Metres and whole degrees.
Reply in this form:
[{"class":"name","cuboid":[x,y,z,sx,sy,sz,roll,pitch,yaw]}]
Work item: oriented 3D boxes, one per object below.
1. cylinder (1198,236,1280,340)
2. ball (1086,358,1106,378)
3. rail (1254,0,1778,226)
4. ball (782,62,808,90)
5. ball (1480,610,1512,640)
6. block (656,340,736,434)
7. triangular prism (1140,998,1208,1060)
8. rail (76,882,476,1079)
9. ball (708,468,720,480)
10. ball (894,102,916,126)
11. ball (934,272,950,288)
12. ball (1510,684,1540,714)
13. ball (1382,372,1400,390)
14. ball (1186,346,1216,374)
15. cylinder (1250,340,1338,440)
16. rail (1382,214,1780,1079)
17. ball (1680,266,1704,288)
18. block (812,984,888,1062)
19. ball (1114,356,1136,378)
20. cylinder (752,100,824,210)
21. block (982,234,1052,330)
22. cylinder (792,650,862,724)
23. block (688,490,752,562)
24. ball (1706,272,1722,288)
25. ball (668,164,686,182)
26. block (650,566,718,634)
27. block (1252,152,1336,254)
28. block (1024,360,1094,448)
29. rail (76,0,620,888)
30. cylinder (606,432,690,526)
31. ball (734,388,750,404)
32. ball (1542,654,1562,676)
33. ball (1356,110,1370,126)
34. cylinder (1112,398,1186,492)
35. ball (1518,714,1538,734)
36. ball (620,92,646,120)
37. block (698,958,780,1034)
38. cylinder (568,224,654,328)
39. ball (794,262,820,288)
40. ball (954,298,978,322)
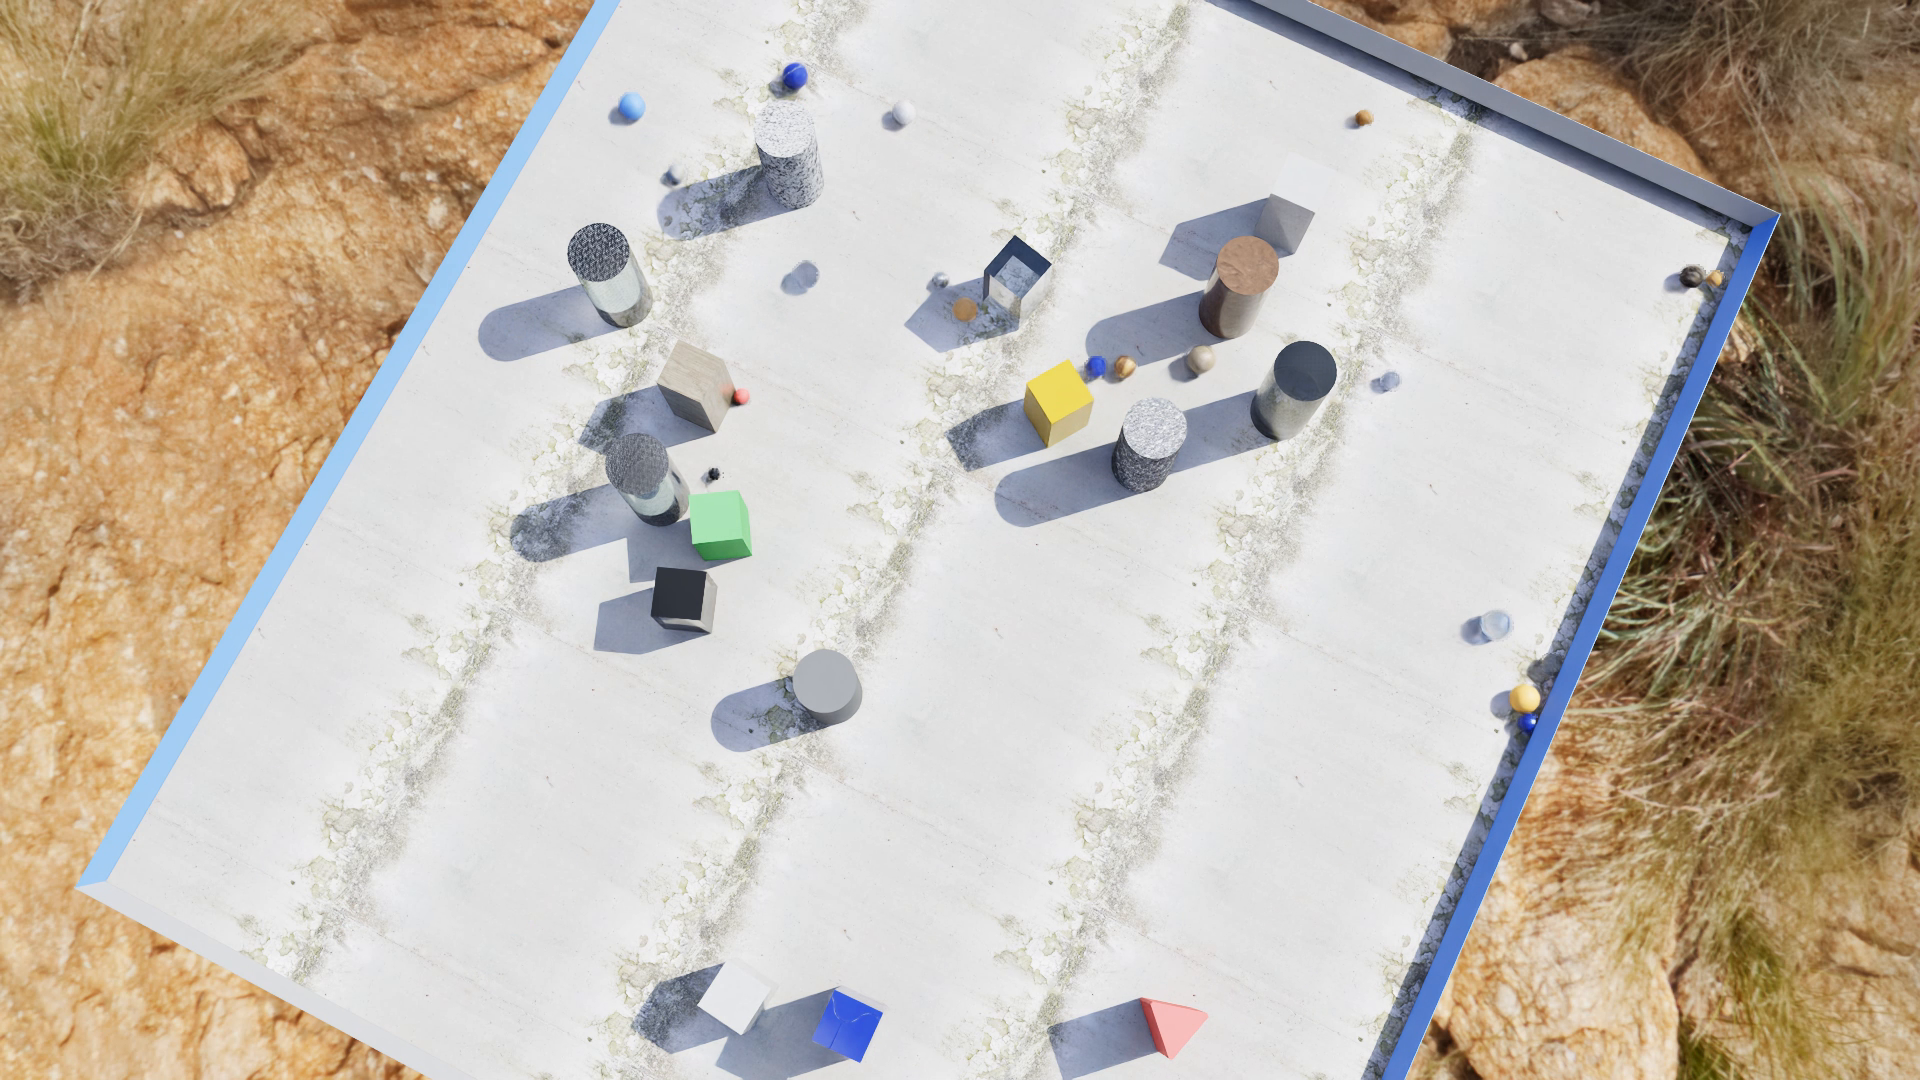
[{"class":"cylinder","cuboid":[0.842,-0.761,5.561,0.183,0.416,0.183,0,78,0]},{"class":"ball","cuboid":[0.422,-0.534,5.694,0.064,0.064,0.064,0,78,0]},{"class":"rail","cuboid":[0.913,-1.782,5.923,3.649,0.119,0.045,26,80,5]},{"class":"ball","cuboid":[-0.529,-1.487,5.881,0.084,0.084,0.084,0,78,0]},{"class":"ball","cuboid":[1.615,0.254,5.517,0.091,0.091,0.091,0,78,0]},{"class":"block","cuboid":[-0.792,-0.460,5.534,0.146,0.348,0.146,24,79,5]},{"class":"triangular prism","cuboid":[0.577,1.347,5.176,0.137,0.318,0.158,41,81,8]},{"class":"rail","cuboid":[-0.913,1.795,5.184,3.649,0.119,0.045,26,80,5]},{"class":"ball","cuboid":[-0.756,-0.202,5.637,0.041,0.041,0.041,0,78,0]},{"class":"ball","cuboid":[-0.177,-1.364,5.862,0.072,0.072,0.072,0,78,0]},{"class":"ball","cuboid":[-0.056,-0.817,5.760,0.049,0.049,0.049,0,78,0]},{"class":"ball","cuboid":[1.686,0.475,5.473,0.088,0.088,0.088,0,78,0]},{"class":"ball","cuboid":[1.339,-0.496,5.690,0.056,0.056,0.056,0,78,0]},{"class":"ball","cuboid":[0.748,-0.559,5.687,0.088,0.088,0.088,0,78,0]},{"class":"cylinder","cuboid":[0.994,-0.442,5.485,0.183,0.436,0.183,0,78,0]},{"class":"rail","cuboid":[1.611,0.795,5.390,0.045,0.119,4.131,26,80,5]},{"class":"ball","cuboid":[2.296,-0.825,5.750,0.071,0.071,0.071,0,78,0]},{"class":"block","cuboid":[-0.306,1.357,5.153,0.146,0.357,0.146,24,79,5]},{"class":"ball","cuboid":[0.512,-0.537,5.693,0.068,0.068,0.068,0,78,0]},{"class":"cylinder","cuboid":[-0.525,-1.184,5.654,0.183,0.405,0.183,0,78,0]},{"class":"block","cuboid":[0.174,-0.788,5.631,0.146,0.290,0.146,39,81,7]},{"class":"cylinder","cuboid":[-0.384,0.433,5.365,0.183,0.317,0.183,0,78,0]},{"class":"block","cuboid":[-0.716,-0.041,5.490,0.146,0.264,0.146,-6,78,-1]},{"class":"ball","cuboid":[2.372,-0.818,5.761,0.048,0.048,0.048,0,78,0]},{"class":"ball","cuboid":[-0.901,-1.167,5.829,0.056,0.056,0.056,0,78,0]},{"class":"block","cuboid":[-0.818,0.181,5.452,0.146,0.248,0.146,6,78,1]},{"class":"block","cuboid":[1.026,-1.036,5.652,0.146,0.350,0.146,25,79,5]},{"class":"block","cuboid":[0.296,-0.410,5.553,0.146,0.289,0.146,-30,80,-6]},{"class":"rail","cuboid":[-1.611,-0.782,5.716,0.045,0.119,4.131,26,80,5]},{"class":"cylinder","cuboid":[-0.921,-0.174,5.434,0.183,0.428,0.183,0,78,0]},{"class":"ball","cuboid":[-0.677,-0.446,5.684,0.048,0.048,0.048,0,78,0]},{"class":"ball","cuboid":[1.779,0.377,5.506,0.063,0.063,0.063,0,78,0]},{"class":"ball","cuboid":[1.292,-1.354,5.871,0.049,0.049,0.049,0,78,0]},{"class":"cylinder","cuboid":[0.559,-0.279,5.459,0.183,0.422,0.183,0,78,0]},{"class":"ball","cuboid":[1.696,0.548,5.473,0.058,0.058,0.058,0,78,0]},{"class":"ball","cuboid":[-1.047,-1.387,5.860,0.084,0.084,0.084,0,78,0]},{"class":"block","cuboid":[-0.625,1.294,5.209,0.146,0.274,0.146,32,80,6]},{"class":"cylinder","cuboid":[-1.058,-0.798,5.565,0.183,0.423,0.183,0,78,0]},{"class":"ball","cuboid":[-0.480,-0.830,5.746,0.082,0.082,0.082,0,78,0]},{"class":"ball","cuboid":[0.019,-0.718,5.726,0.075,0.075,0.075,0,78,0]}]
